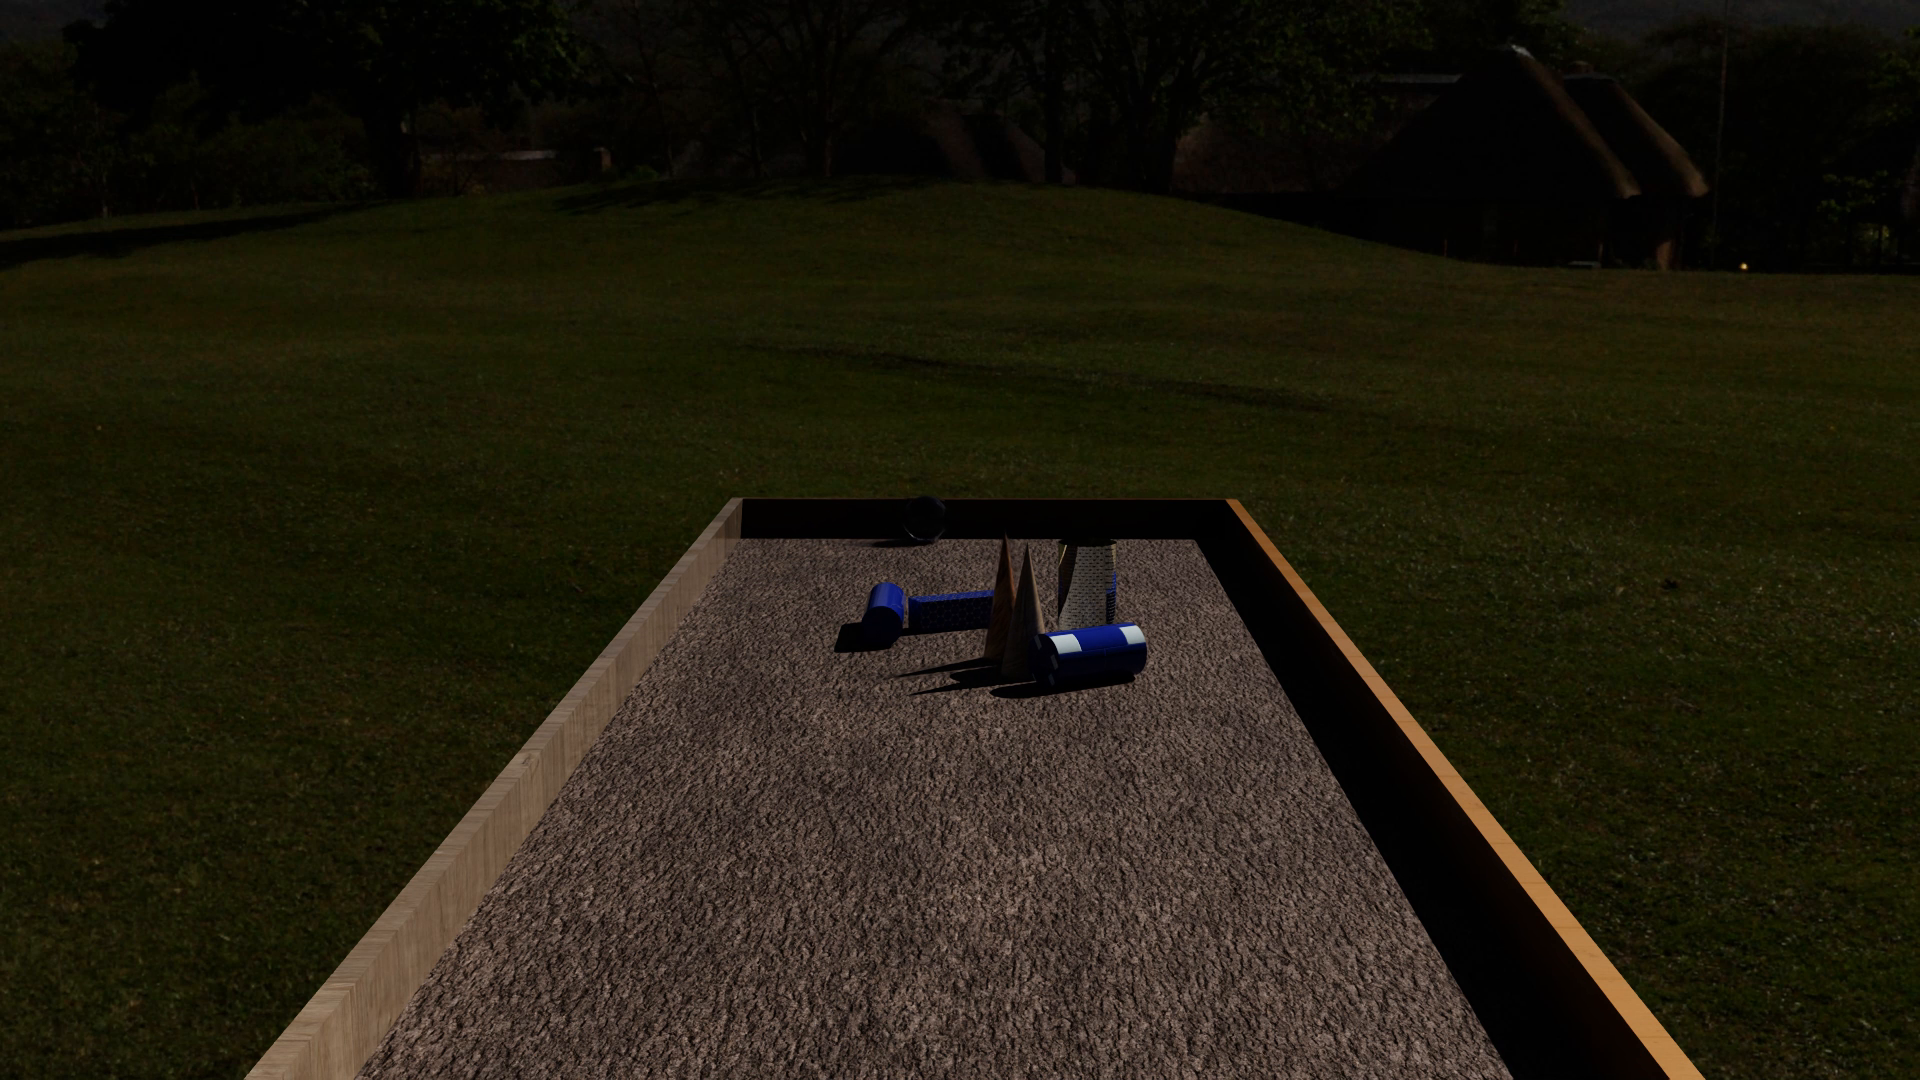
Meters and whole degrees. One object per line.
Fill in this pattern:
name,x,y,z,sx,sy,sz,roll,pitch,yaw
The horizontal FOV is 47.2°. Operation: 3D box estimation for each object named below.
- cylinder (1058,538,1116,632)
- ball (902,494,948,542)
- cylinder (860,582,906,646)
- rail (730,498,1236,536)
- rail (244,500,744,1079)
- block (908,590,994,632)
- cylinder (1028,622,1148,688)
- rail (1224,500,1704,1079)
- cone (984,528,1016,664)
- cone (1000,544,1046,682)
cylinder,0.386,0.185,6.689,0.177,0.361,0.177,0,9,0
ball,-0.141,-0.089,8.964,0.190,0.190,0.190,0,9,0
cylinder,-0.245,0.238,7.092,0.130,0.130,0.422,0,9,0
rail,0.099,-0.098,9.147,2.100,0.150,0.050,0,9,1
rail,-1.004,0.839,3.234,0.050,0.150,12.000,0,9,1
block,0.006,0.233,7.220,0.339,0.101,0.101,-4,10,-25
cylinder,0.372,0.334,6.398,0.312,0.158,0.158,-6,11,-32
rail,1.046,0.843,3.208,0.050,0.150,12.000,0,9,1
cone,0.136,0.162,6.680,0.132,0.408,0.132,0,9,0
cone,0.198,0.201,6.458,0.160,0.402,0.160,0,9,0
